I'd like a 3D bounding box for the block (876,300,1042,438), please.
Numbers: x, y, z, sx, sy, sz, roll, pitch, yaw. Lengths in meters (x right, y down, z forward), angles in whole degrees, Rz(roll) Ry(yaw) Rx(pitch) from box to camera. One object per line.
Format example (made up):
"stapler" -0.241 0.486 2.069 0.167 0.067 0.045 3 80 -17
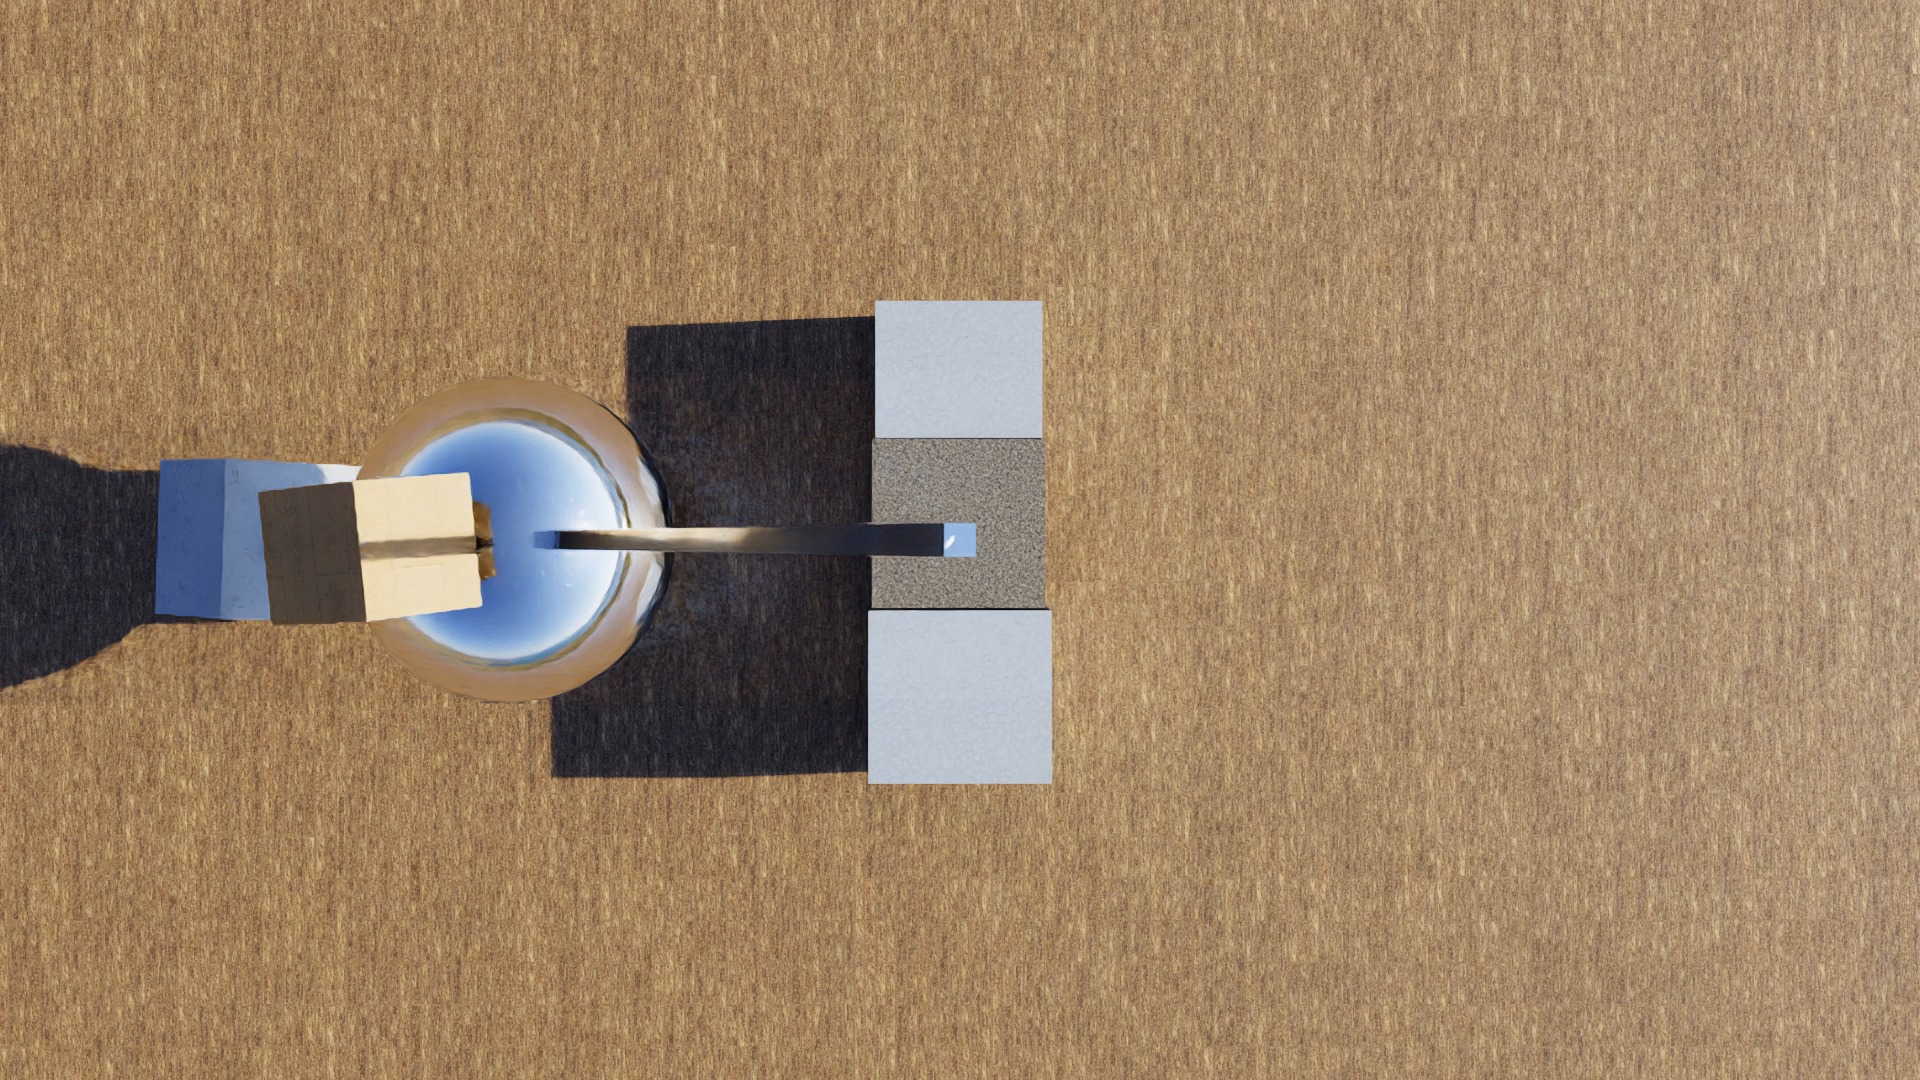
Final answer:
"block" -0.007 -0.947 12.598 0.925 0.803 0.759 0 90 0

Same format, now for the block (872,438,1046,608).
"block" -0.007 -0.091 12.555 0.956 0.890 0.932 0 90 0

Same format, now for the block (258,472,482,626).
"block" -2.599 0.042 9.694 0.712 0.601 0.593 -4 92 40

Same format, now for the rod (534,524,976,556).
"rod" -0.954 0.000 7.631 0.080 5.200 0.080 0 90 -22

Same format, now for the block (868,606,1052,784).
"block" 0.000 0.855 12.487 1.000 1.026 0.943 0 90 0

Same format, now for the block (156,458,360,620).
"block" -3.935 -0.001 12.412 0.750 0.869 0.866 1 89 44

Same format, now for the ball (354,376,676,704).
"ball" -2.200 0.000 10.794 1.600 1.600 1.600 0 90 0
